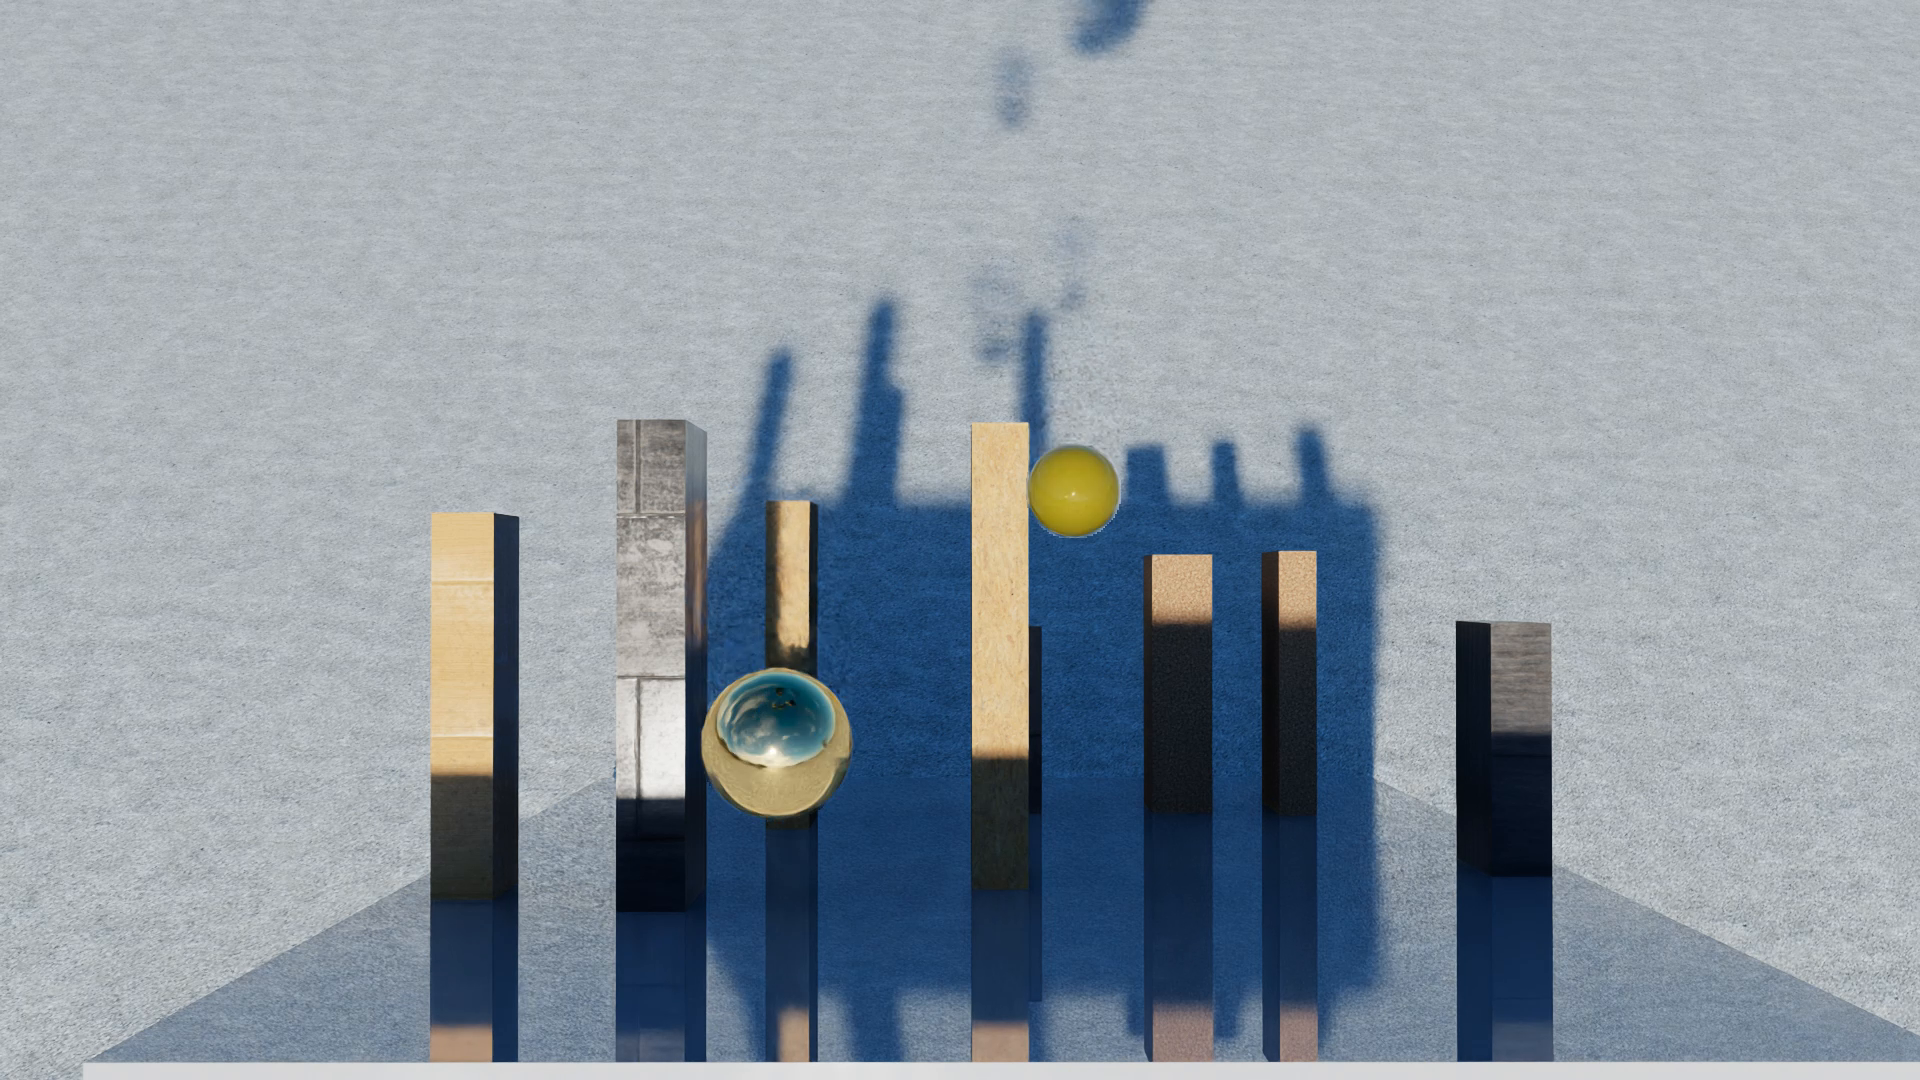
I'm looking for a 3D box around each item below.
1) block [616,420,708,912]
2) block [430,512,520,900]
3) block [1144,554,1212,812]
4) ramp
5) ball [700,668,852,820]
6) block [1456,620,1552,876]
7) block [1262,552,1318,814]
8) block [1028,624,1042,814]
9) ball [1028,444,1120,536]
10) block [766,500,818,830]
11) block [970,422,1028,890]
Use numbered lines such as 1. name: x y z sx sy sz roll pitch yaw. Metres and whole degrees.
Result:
1. block: -0.477 0.196 4.170 0.106 0.759 0.344 0 -1 0
2. block: -0.798 0.268 4.276 0.100 0.619 0.243 0 -1 0
3. block: 0.489 0.318 5.841 0.132 0.568 0.269 0 -1 0
4. ramp: 0.072 0.635 4.740 2.000 0.100 4.000 0 -1 0
5. ball: -0.173 0.192 2.448 0.143 0.143 0.143 0 33 0
6. block: 0.968 0.364 4.625 0.105 0.436 0.316 0 -1 0
7. block: 0.737 0.314 5.822 0.082 0.575 0.329 0 -1 0
8. block: 0.138 0.397 5.823 0.082 0.410 0.279 0 -1 0
9. ball: 0.136 -0.060 3.099 0.111 0.111 0.111 0 33 0
10. block: -0.355 0.259 5.499 0.090 0.676 0.324 0 -1 0
11. block: 0.066 0.194 4.445 0.094 0.772 0.304 0 -1 0
